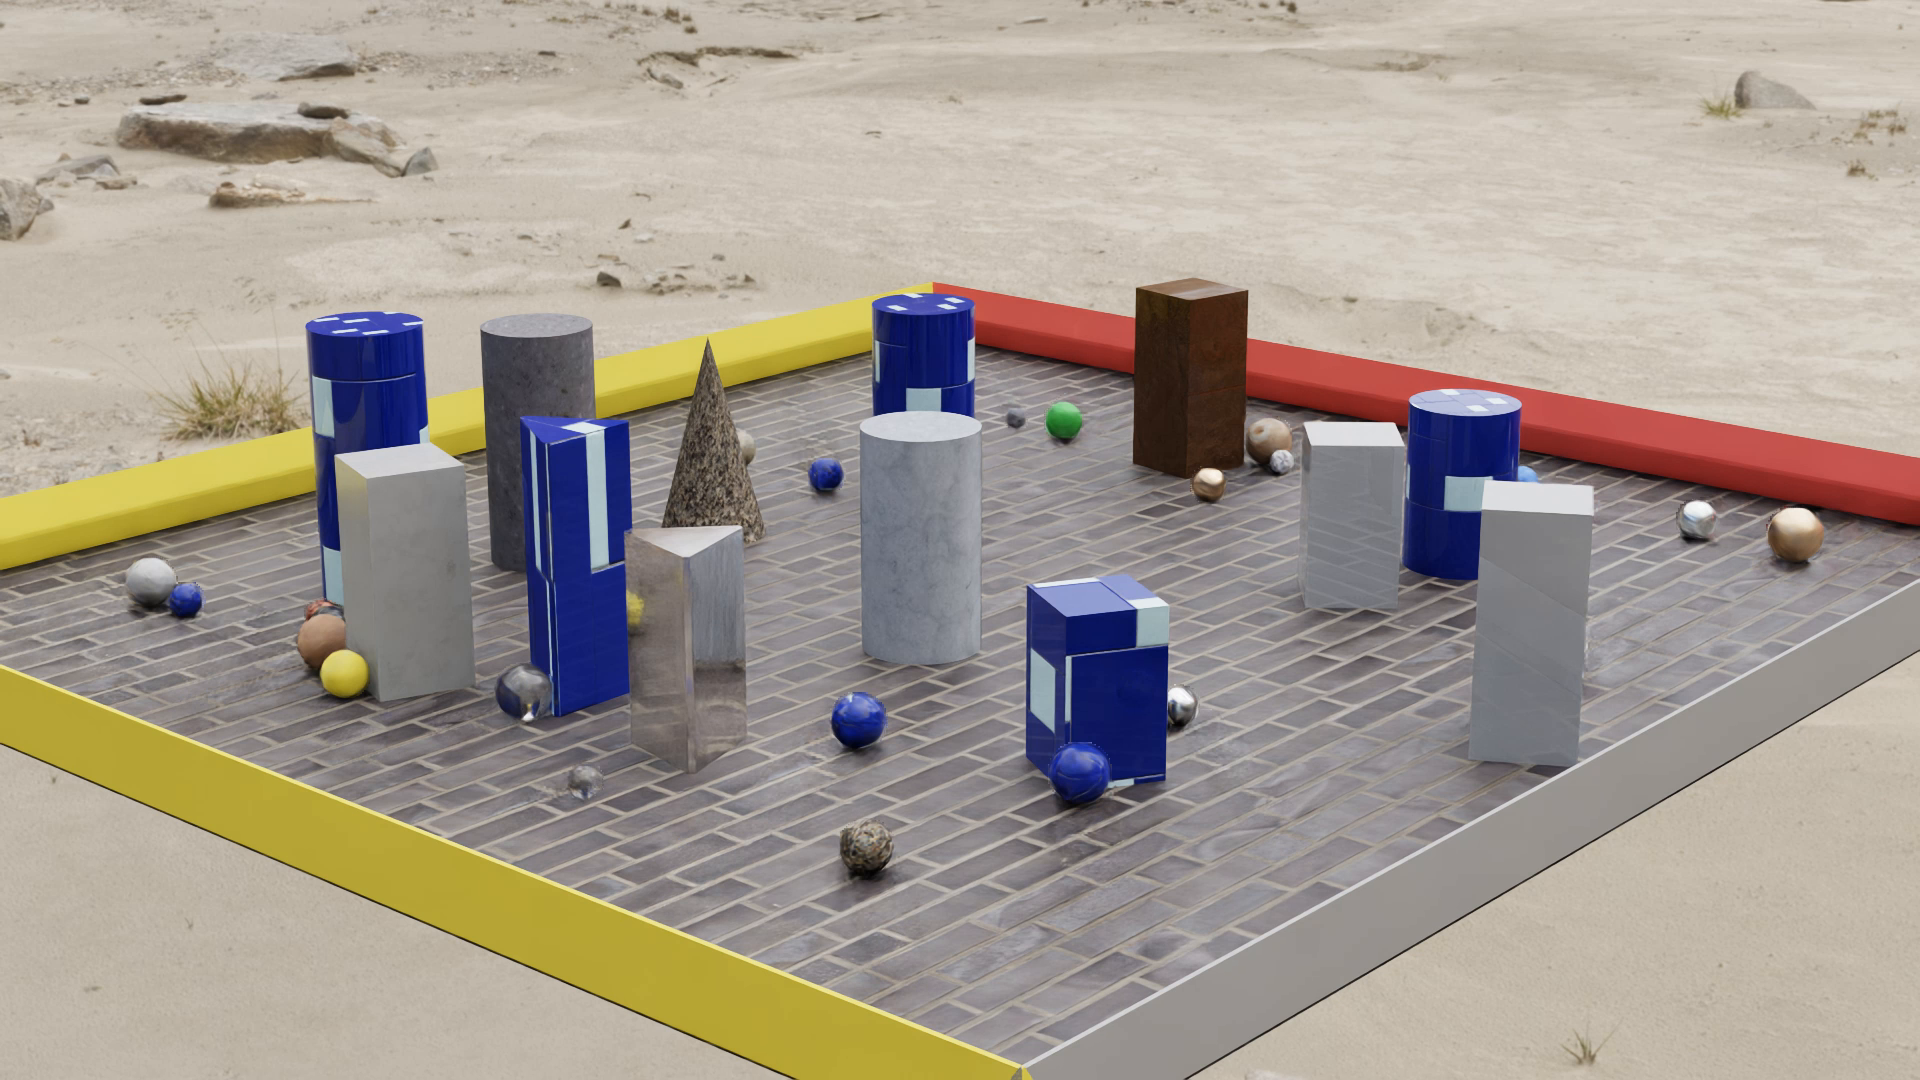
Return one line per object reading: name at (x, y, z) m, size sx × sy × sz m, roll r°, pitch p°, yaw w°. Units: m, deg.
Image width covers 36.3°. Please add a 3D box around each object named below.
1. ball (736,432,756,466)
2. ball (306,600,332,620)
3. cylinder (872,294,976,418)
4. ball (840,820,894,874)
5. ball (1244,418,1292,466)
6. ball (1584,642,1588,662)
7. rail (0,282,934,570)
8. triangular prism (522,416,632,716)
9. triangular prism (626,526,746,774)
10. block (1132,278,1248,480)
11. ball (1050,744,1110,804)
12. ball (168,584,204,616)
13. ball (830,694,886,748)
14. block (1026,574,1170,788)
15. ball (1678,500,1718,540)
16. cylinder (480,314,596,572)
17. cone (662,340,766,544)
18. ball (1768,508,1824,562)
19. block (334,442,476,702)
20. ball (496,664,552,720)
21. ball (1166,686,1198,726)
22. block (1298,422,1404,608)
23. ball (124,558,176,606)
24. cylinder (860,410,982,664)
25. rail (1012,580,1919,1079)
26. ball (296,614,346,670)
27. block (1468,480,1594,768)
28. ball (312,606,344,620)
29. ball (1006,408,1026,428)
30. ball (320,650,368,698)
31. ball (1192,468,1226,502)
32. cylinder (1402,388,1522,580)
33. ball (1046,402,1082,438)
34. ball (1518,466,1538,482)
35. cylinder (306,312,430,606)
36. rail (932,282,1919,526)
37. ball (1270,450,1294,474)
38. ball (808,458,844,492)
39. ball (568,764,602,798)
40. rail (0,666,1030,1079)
ball at (-0.448, -0.184, 5.939) m, size 0.072 × 0.072 × 0.072 m, roll 0°, pitch 17°, yaw 0°
ball at (-1.074, 0.129, 4.931) m, size 0.054 × 0.054 × 0.054 m, roll 0°, pitch 17°, yaw 0°
cylinder at (-0.070, -0.268, 5.675) m, size 0.199 × 0.386 × 0.199 m, roll 0°, pitch 17°, yaw 0°
ball at (-0.126, 0.414, 3.954) m, size 0.072 × 0.072 × 0.072 m, roll 0°, pitch 17°, yaw 0°
ball at (0.626, -0.200, 5.951) m, size 0.096 × 0.096 × 0.096 m, roll 0°, pitch 17°, yaw 0°
ball at (0.979, 0.178, 4.737) m, size 0.072 × 0.072 × 0.072 m, roll 0°, pitch 17°, yaw 0°
rail at (-1.038, -0.228, 5.983) m, size 0.045 × 0.129 × 3.019 m, roll 14°, pitch 22°, yaw 39°
triangular prism at (-0.626, 0.031, 4.589) m, size 0.149 × 0.439 × 0.172 m, roll 14°, pitch 22°, yaw 38°
triangular prism at (-0.385, 0.152, 4.371) m, size 0.149 × 0.334 × 0.172 m, roll -12°, pitch 21°, yaw -35°
block at (0.464, -0.328, 5.911) m, size 0.159 × 0.364 × 0.159 m, roll -13°, pitch 21°, yaw -37°
ball at (0.171, 0.334, 4.187) m, size 0.086 × 0.086 × 0.086 m, roll 0°, pitch 17°, yaw 0°
ball at (-1.324, 0.103, 5.014) m, size 0.057 × 0.057 × 0.057 m, roll 0°, pitch 17°, yaw 0°
ball at (-0.153, 0.273, 4.407) m, size 0.082 × 0.082 × 0.082 m, roll 0°, pitch 17°, yaw 0°
block at (0.199, 0.209, 4.296) m, size 0.159 × 0.269 × 0.159 m, roll -6°, pitch 18°, yaw -19°
ball at (1.371, -0.037, 5.454) m, size 0.072 × 0.072 × 0.072 m, roll 0°, pitch 17°, yaw 0°
cylinder at (-0.755, -0.176, 5.292) m, size 0.199 × 0.432 × 0.199 m, roll 0°, pitch 17°, yaw 0°
cone at (-0.463, -0.194, 5.443) m, size 0.199 × 0.378 × 0.199 m, roll 0°, pitch 17°, yaw 0°
ball at (1.515, -0.010, 5.315) m, size 0.099 × 0.099 × 0.099 m, roll 0°, pitch 17°, yaw 0°
block at (-0.881, 0.049, 4.659) m, size 0.159 × 0.365 × 0.159 m, roll -9°, pitch 19°, yaw -28°
ball at (-0.673, 0.235, 4.525) m, size 0.087 × 0.087 × 0.087 m, roll 0°, pitch 17°, yaw 0°
ball at (0.336, 0.256, 4.499) m, size 0.061 × 0.061 × 0.061 m, roll 0°, pitch 17°, yaw 0°
block at (0.678, -0.044, 5.098) m, size 0.159 × 0.290 × 0.159 m, roll 1°, pitch 17°, yaw 2°
ball at (-1.400, 0.072, 5.068) m, size 0.084 × 0.084 × 0.084 m, roll 0°, pitch 17°, yaw 0°
cylinder at (-0.064, -0.005, 4.820) m, size 0.199 × 0.376 × 0.199 m, roll 0°, pitch 17°, yaw 0°
rail at (1.038, 0.292, 4.257) m, size 0.045 × 0.129 × 3.019 m, roll 14°, pitch 22°, yaw 39°
ball at (-1.028, 0.165, 4.749) m, size 0.090 × 0.090 × 0.090 m, roll 0°, pitch 17°, yaw 0°
block at (0.851, 0.123, 4.371) m, size 0.159 × 0.389 × 0.159 m, roll 3°, pitch 17°, yaw 11°
ball at (-1.048, 0.141, 4.876) m, size 0.064 × 0.064 × 0.064 m, roll 0°, pitch 17°, yaw 0°
ball at (0.119, -0.260, 6.242) m, size 0.044 × 0.044 × 0.044 m, roll 0°, pitch 17°, yaw 0°
ball at (-0.971, 0.211, 4.625) m, size 0.075 × 0.075 × 0.075 m, roll 0°, pitch 17°, yaw 0°
ball at (0.484, -0.107, 5.696) m, size 0.067 × 0.067 × 0.067 m, roll 0°, pitch 17°, yaw 0°
cylinder at (0.901, -0.102, 5.271) m, size 0.199 × 0.301 × 0.199 m, roll 0°, pitch 17°, yaw 0°
ball at (0.218, -0.251, 6.153) m, size 0.078 × 0.078 × 0.078 m, roll 0°, pitch 17°, yaw 0°
ball at (1.087, -0.109, 5.692) m, size 0.072 × 0.072 × 0.072 m, roll 0°, pitch 17°, yaw 0°
cylinder at (-1.018, -0.139, 5.083) m, size 0.199 × 0.481 × 0.199 m, roll 0°, pitch 17°, yaw 0°
rail at (0.974, -0.291, 6.194) m, size 2.797 × 0.129 × 0.045 m, roll 14°, pitch 22°, yaw 39°
ball at (0.647, -0.158, 5.895) m, size 0.049 × 0.049 × 0.049 m, roll 0°, pitch 17°, yaw 0°
ball at (-0.263, -0.128, 5.761) m, size 0.069 × 0.069 × 0.069 m, roll 0°, pitch 17°, yaw 0°
ball at (-0.540, 0.347, 4.217) m, size 0.049 × 0.049 × 0.049 m, roll 0°, pitch 17°, yaw 0°
rail at (-0.974, 0.356, 4.046) m, size 2.797 × 0.129 × 0.045 m, roll 14°, pitch 22°, yaw 39°
